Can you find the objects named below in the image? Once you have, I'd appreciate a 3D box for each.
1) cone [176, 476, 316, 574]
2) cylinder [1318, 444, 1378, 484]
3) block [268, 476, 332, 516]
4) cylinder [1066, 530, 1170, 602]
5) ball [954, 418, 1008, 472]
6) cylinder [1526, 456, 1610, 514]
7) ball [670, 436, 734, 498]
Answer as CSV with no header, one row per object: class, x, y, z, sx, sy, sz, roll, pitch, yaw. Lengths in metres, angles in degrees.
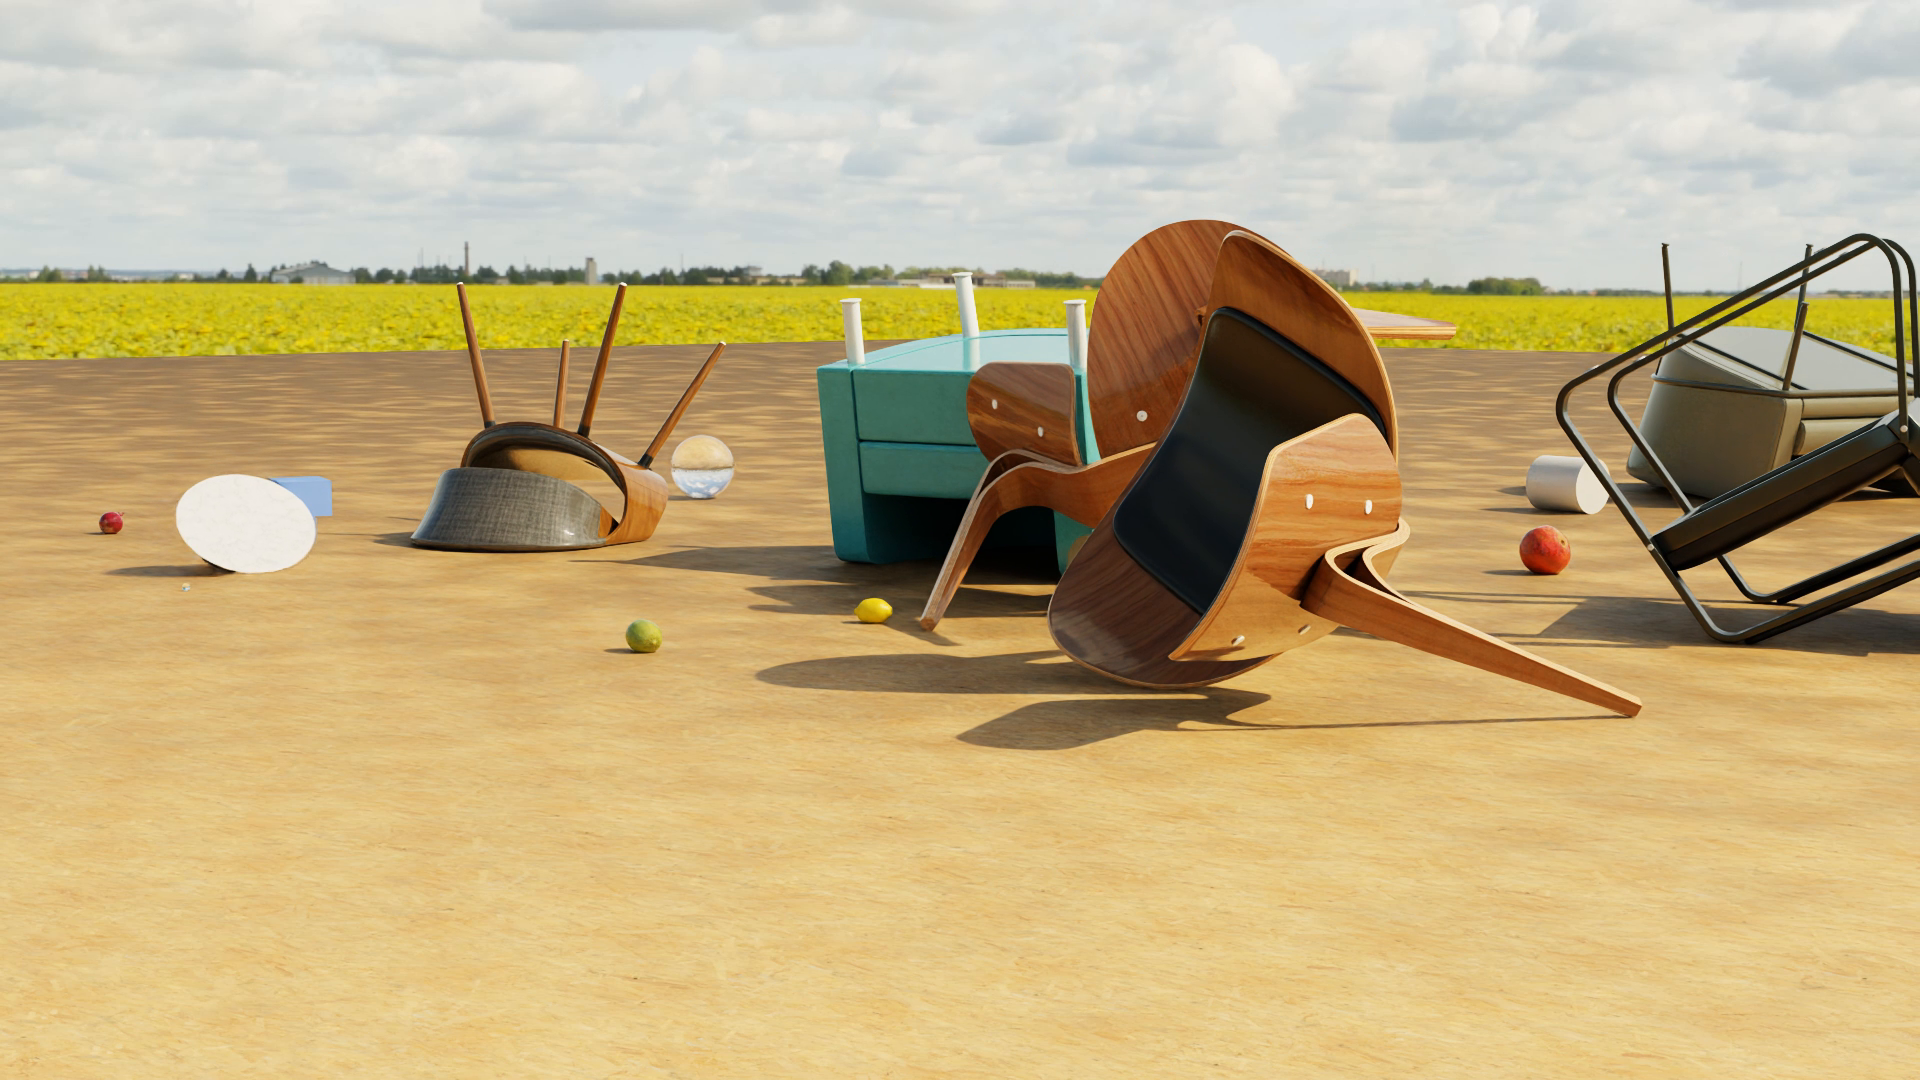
cone,-1.655,0.010,5.799,0.331,0.244,0.212,0,-25,-42
cylinder,1.252,-0.247,8.257,0.116,0.113,0.256,4,7,27
block,-1.830,-0.120,7.113,0.143,0.096,0.181,-3,6,-24
cylinder,0.323,0.052,5.244,0.159,0.135,0.137,-5,49,-38
ball,0.071,-0.316,8.594,0.182,0.182,0.182,0,6,0
cylinder,1.700,-0.156,7.173,0.150,0.155,0.175,20,-8,-37
ball,-0.763,-0.217,7.598,0.188,0.188,0.188,0,6,0
